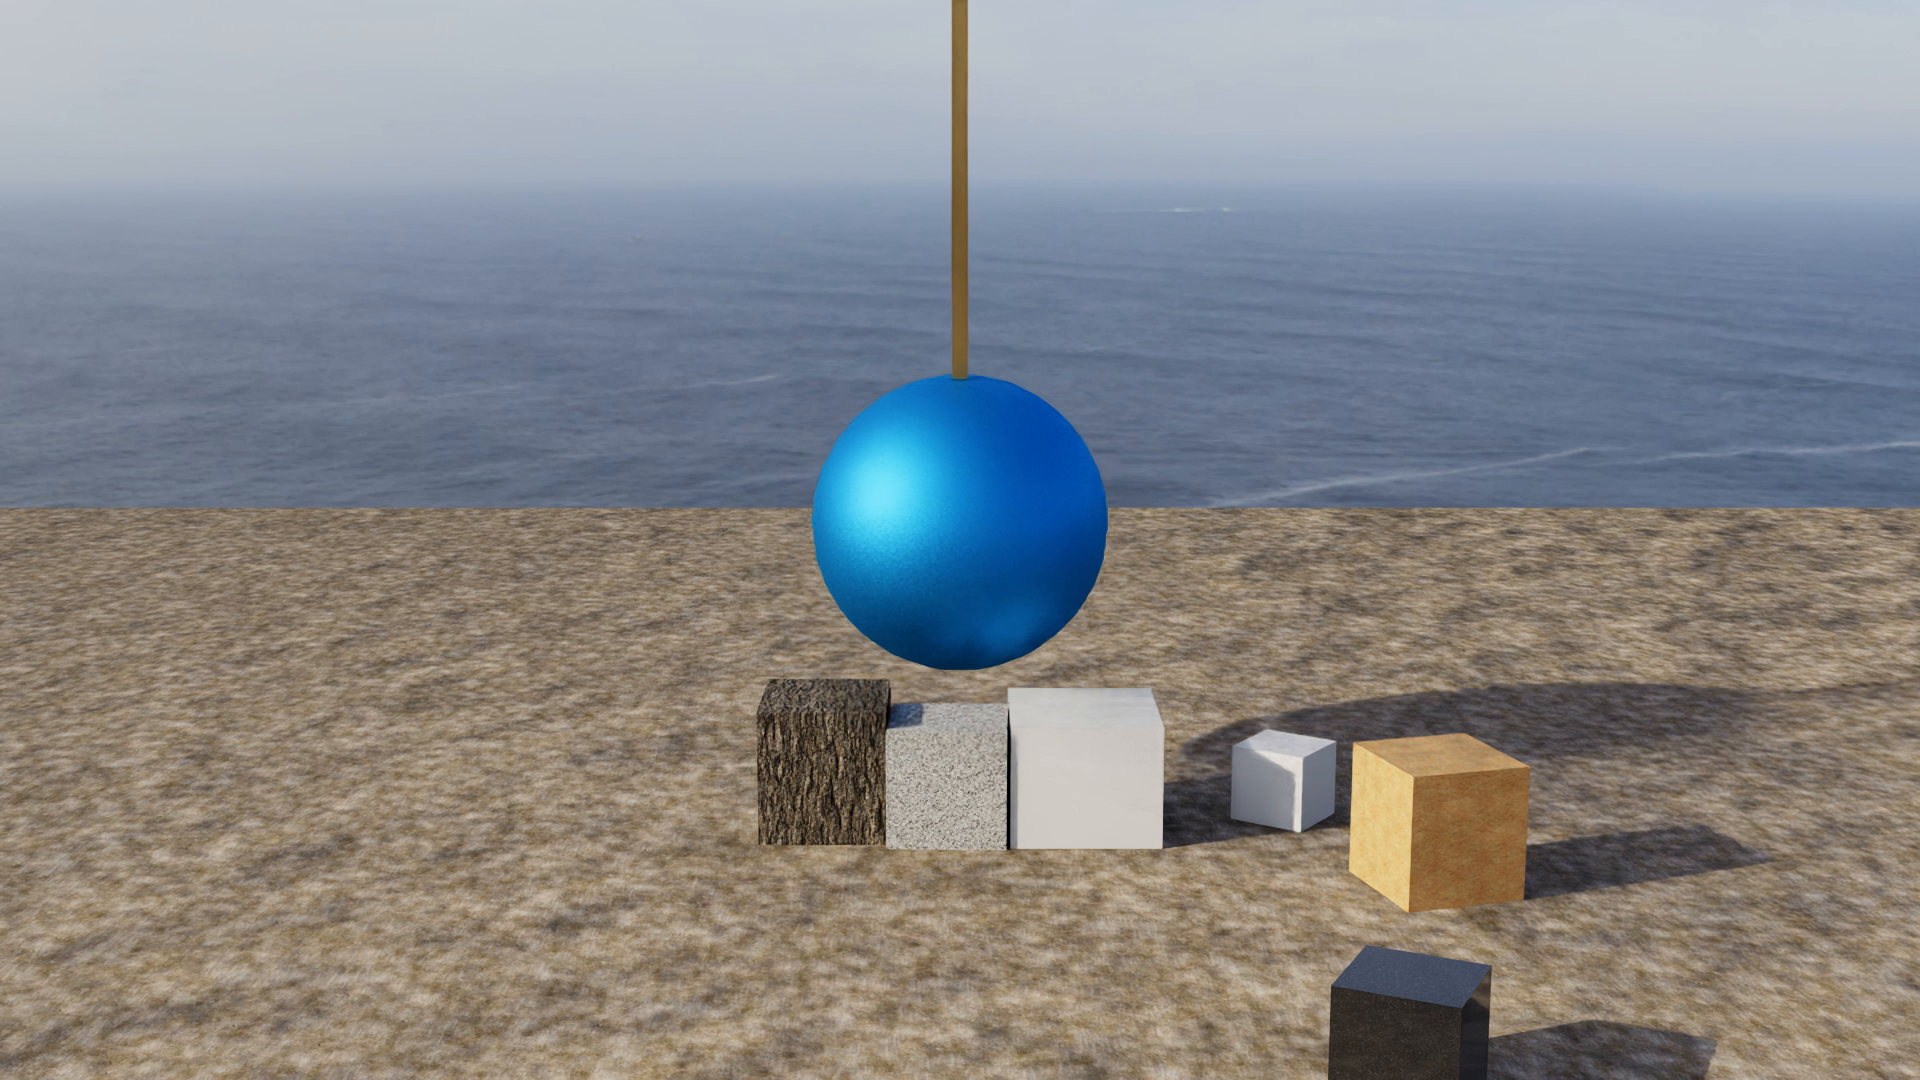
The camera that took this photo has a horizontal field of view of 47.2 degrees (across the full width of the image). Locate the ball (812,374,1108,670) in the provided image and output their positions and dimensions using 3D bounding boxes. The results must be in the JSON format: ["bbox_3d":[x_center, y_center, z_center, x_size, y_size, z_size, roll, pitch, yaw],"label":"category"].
[{"bbox_3d":[0.000,-0.097,11.881,1.600,1.600,1.600,0,10,0],"label":"ball"}]

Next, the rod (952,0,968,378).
[{"bbox_3d":[0.000,-3.347,10.883,0.080,5.200,0.080,0,17,0],"label":"rod"}]

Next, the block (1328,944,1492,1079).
[{"bbox_3d":[1.668,1.837,8.148,0.479,0.471,0.459,5,11,26],"label":"block"}]

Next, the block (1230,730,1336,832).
[{"bbox_3d":[1.699,1.259,11.541,0.405,0.394,0.398,7,13,34],"label":"block"}]

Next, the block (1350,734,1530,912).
[{"bbox_3d":[2.266,1.330,10.439,0.596,0.648,0.613,-3,11,-16],"label":"block"}]

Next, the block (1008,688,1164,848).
[{"bbox_3d":[0.634,1.170,11.372,0.763,0.628,0.790,0,10,0],"label":"block"}]

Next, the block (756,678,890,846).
[{"bbox_3d":[-0.692,1.138,11.381,0.646,0.688,0.704,0,10,0],"label":"block"}]

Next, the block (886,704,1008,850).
[{"bbox_3d":[-0.060,1.204,11.256,0.603,0.605,0.581,0,10,2],"label":"block"}]
